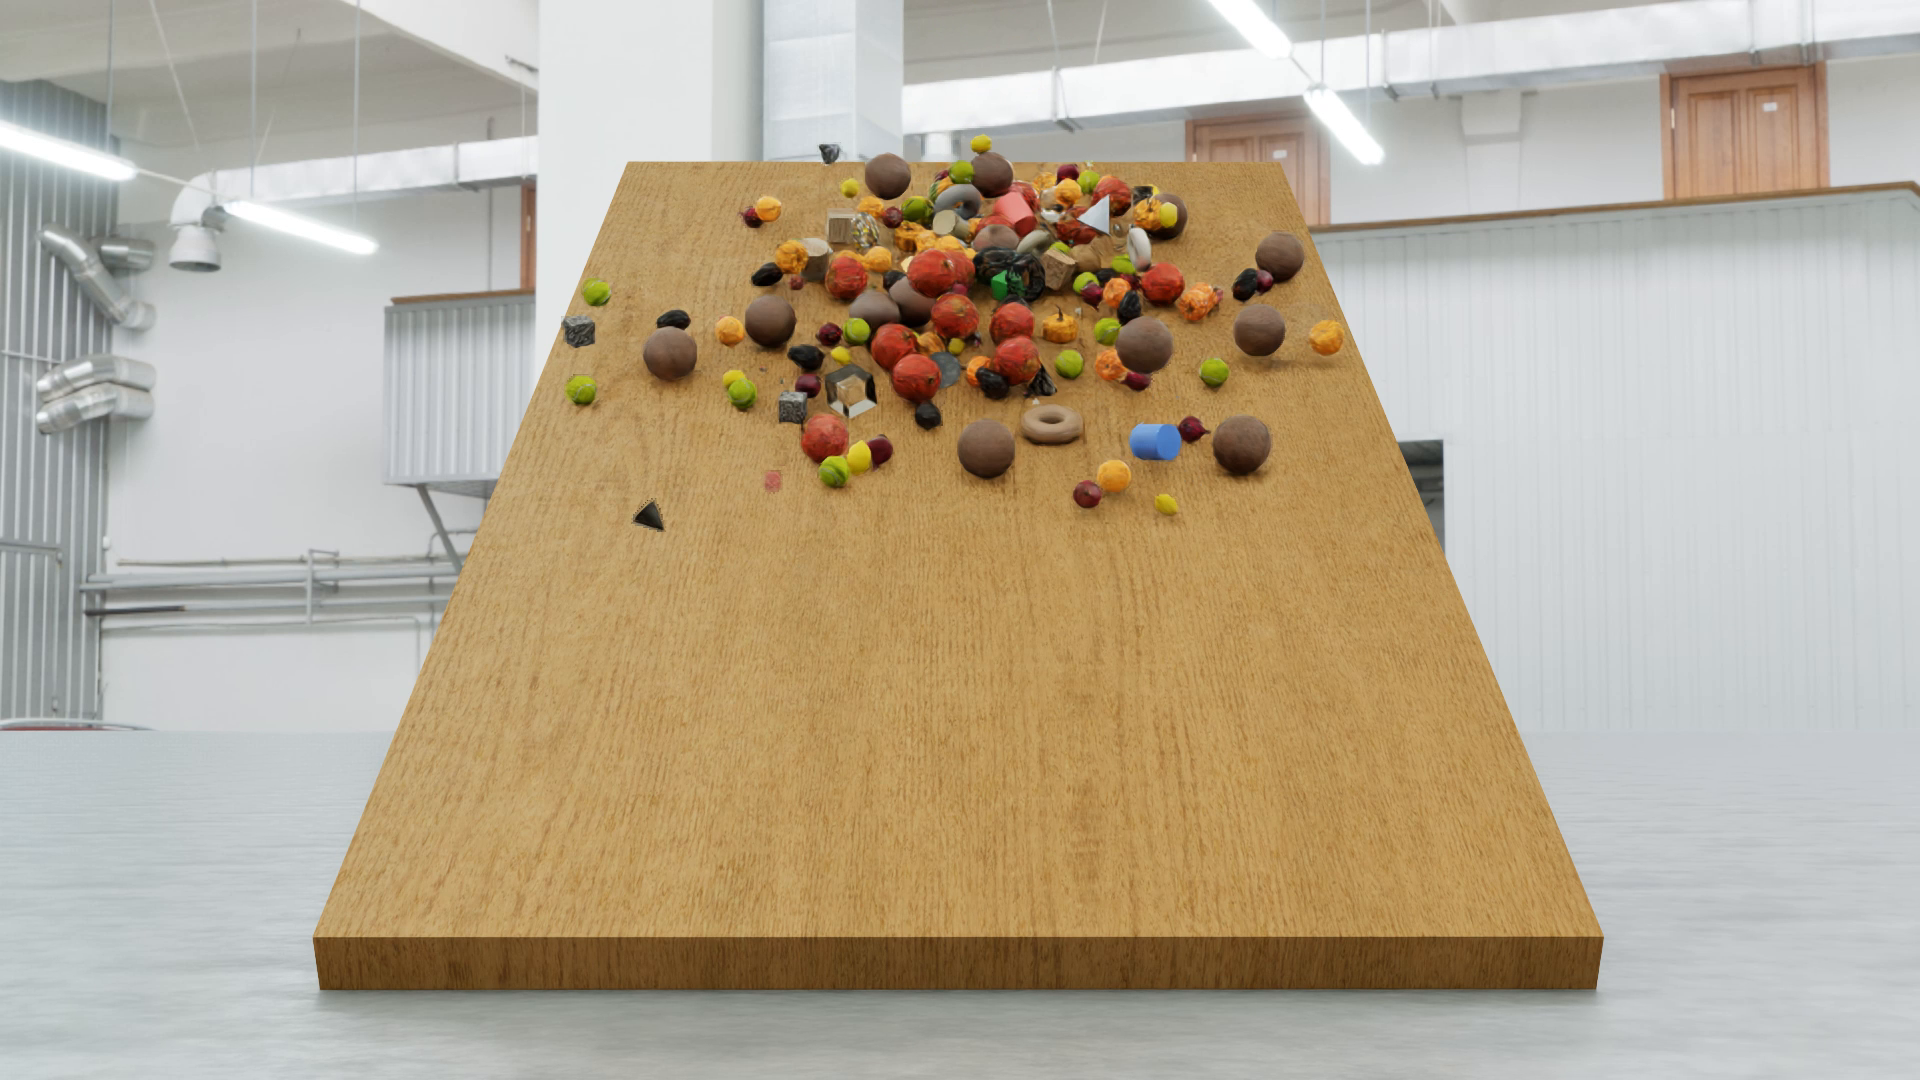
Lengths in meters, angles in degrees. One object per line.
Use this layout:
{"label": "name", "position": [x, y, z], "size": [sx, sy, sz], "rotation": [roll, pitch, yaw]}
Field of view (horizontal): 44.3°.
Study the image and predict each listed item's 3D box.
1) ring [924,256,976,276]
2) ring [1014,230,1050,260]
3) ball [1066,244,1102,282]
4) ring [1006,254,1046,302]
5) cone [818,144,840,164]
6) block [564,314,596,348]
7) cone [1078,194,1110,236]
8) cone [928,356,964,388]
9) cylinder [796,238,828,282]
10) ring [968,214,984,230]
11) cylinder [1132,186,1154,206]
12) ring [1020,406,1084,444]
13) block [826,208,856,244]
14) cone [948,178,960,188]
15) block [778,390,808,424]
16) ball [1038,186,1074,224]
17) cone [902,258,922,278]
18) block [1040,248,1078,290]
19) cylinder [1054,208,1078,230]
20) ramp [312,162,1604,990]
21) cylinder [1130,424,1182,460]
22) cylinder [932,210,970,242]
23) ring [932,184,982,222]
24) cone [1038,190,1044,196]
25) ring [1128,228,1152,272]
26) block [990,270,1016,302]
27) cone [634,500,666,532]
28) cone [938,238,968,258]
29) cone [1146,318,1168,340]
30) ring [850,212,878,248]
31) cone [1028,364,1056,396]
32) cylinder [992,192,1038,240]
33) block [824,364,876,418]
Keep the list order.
{"label": "ring", "position": [-0.026, -0.732, 6.349], "size": [0.143, 0.048, 0.143], "rotation": [-6, 0, 0]}
{"label": "ring", "position": [0.191, -0.765, 6.248], "size": [0.040, 0.120, 0.120], "rotation": [36, 14, 27]}
{"label": "ball", "position": [0.326, -0.736, 6.275], "size": [0.098, 0.098, 0.098], "rotation": [0, -4, 0]}
{"label": "ring", "position": [0.171, -0.679, 6.127], "size": [0.127, 0.127, 0.042], "rotation": [4, 4, -43]}
{"label": "cone", "position": [-0.369, -1.067, 6.437], "size": [0.061, 0.061, 0.061], "rotation": [-3, -20, 35]}
{"label": "block", "position": [-0.946, -0.519, 5.874], "size": [0.058, 0.058, 0.058], "rotation": [-15, 30, -28]}
{"label": "cone", "position": [0.376, -0.878, 6.293], "size": [0.100, 0.100, 0.100], "rotation": [25, 6, -3]}
{"label": "cone", "position": [-0.044, -0.406, 5.672], "size": [0.088, 0.088, 0.088], "rotation": [1, 14, -12]}
{"label": "cylinder", "position": [-0.392, -0.746, 6.281], "size": [0.084, 0.084, 0.084], "rotation": [0, -46, -2]}
{"label": "ring", "position": [0.029, -0.887, 6.597], "size": [0.082, 0.027, 0.082], "rotation": [-21, 21, 8]}
{"label": "cylinder", "position": [0.514, -0.966, 6.631], "size": [0.054, 0.054, 0.054], "rotation": [5, 6, -1]}
{"label": "ring", "position": [0.210, -0.263, 5.372], "size": [0.144, 0.048, 0.144], "rotation": [0, 30, 0]}
{"label": "block", "position": [-0.332, -0.874, 6.567], "size": [0.074, 0.074, 0.074], "rotation": [1, 29, -9]}
{"label": "cone", "position": [0.007, -0.976, 6.810], "size": [0.098, 0.098, 0.098], "rotation": [30, -2, 5]}
{"label": "block", "position": [-0.386, -0.306, 5.451], "size": [0.056, 0.056, 0.056], "rotation": [4, 27, 8]}
{"label": "ball", "position": [0.265, -0.931, 6.562], "size": [0.100, 0.100, 0.100], "rotation": [0, -4, 0]}
{"label": "cone", "position": [-0.128, -0.700, 6.166], "size": [0.056, 0.056, 0.056], "rotation": [1, -28, -9]}
{"label": "block", "position": [0.250, -0.709, 6.202], "size": [0.076, 0.076, 0.076], "rotation": [28, 21, 11]}
{"label": "cylinder", "position": [0.294, -0.903, 6.637], "size": [0.055, 0.055, 0.055], "rotation": [-16, -11, 26]}
{"label": "ramp", "position": [-0.010, -0.228, 5.470], "size": [2.000, 0.100, 4.000], "rotation": [0, 26, 0]}
{"label": "cylinder", "position": [0.429, -0.216, 5.183], "size": [0.080, 0.080, 0.080], "rotation": [4, 0, -42]}
{"label": "cylinder", "position": [-0.025, -0.848, 6.401], "size": [0.074, 0.074, 0.074], "rotation": [-3, -15, 30]}
{"label": "ring", "position": [-0.008, -0.922, 6.510], "size": [0.146, 0.049, 0.146], "rotation": [-22, -31, -14]}
{"label": "cone", "position": [0.246, -0.966, 6.785], "size": [0.058, 0.058, 0.058], "rotation": [16, -15, 4]}
{"label": "ring", "position": [0.466, -0.753, 6.129], "size": [0.039, 0.118, 0.118], "rotation": [-13, -2, -10]}
{"label": "block", "position": [0.123, -0.661, 6.160], "size": [0.056, 0.056, 0.056], "rotation": [23, 43, 38]}
{"label": "cone", "position": [-0.633, -0.039, 4.895], "size": [0.061, 0.061, 0.061], "rotation": [43, -2, 5]}
{"label": "cone", "position": [-0.026, -0.758, 6.381], "size": [0.085, 0.085, 0.085], "rotation": [7, -35, 5]}
{"label": "cone", "position": [0.494, -0.541, 5.912], "size": [0.056, 0.056, 0.056], "rotation": [0, -47, 0]}
{"label": "ring", "position": [-0.255, -0.830, 6.325], "size": [0.031, 0.094, 0.094], "rotation": [-20, 11, -42]}
{"label": "cone", "position": [0.196, -0.387, 5.601], "size": [0.070, 0.070, 0.070], "rotation": [0, 26, 0]}
{"label": "cylinder", "position": [0.153, -0.899, 6.550], "size": [0.093, 0.093, 0.093], "rotation": [-24, -26, -13]}
{"label": "block", "position": [-0.254, -0.346, 5.480], "size": [0.081, 0.081, 0.081], "rotation": [-30, 43, -28]}
